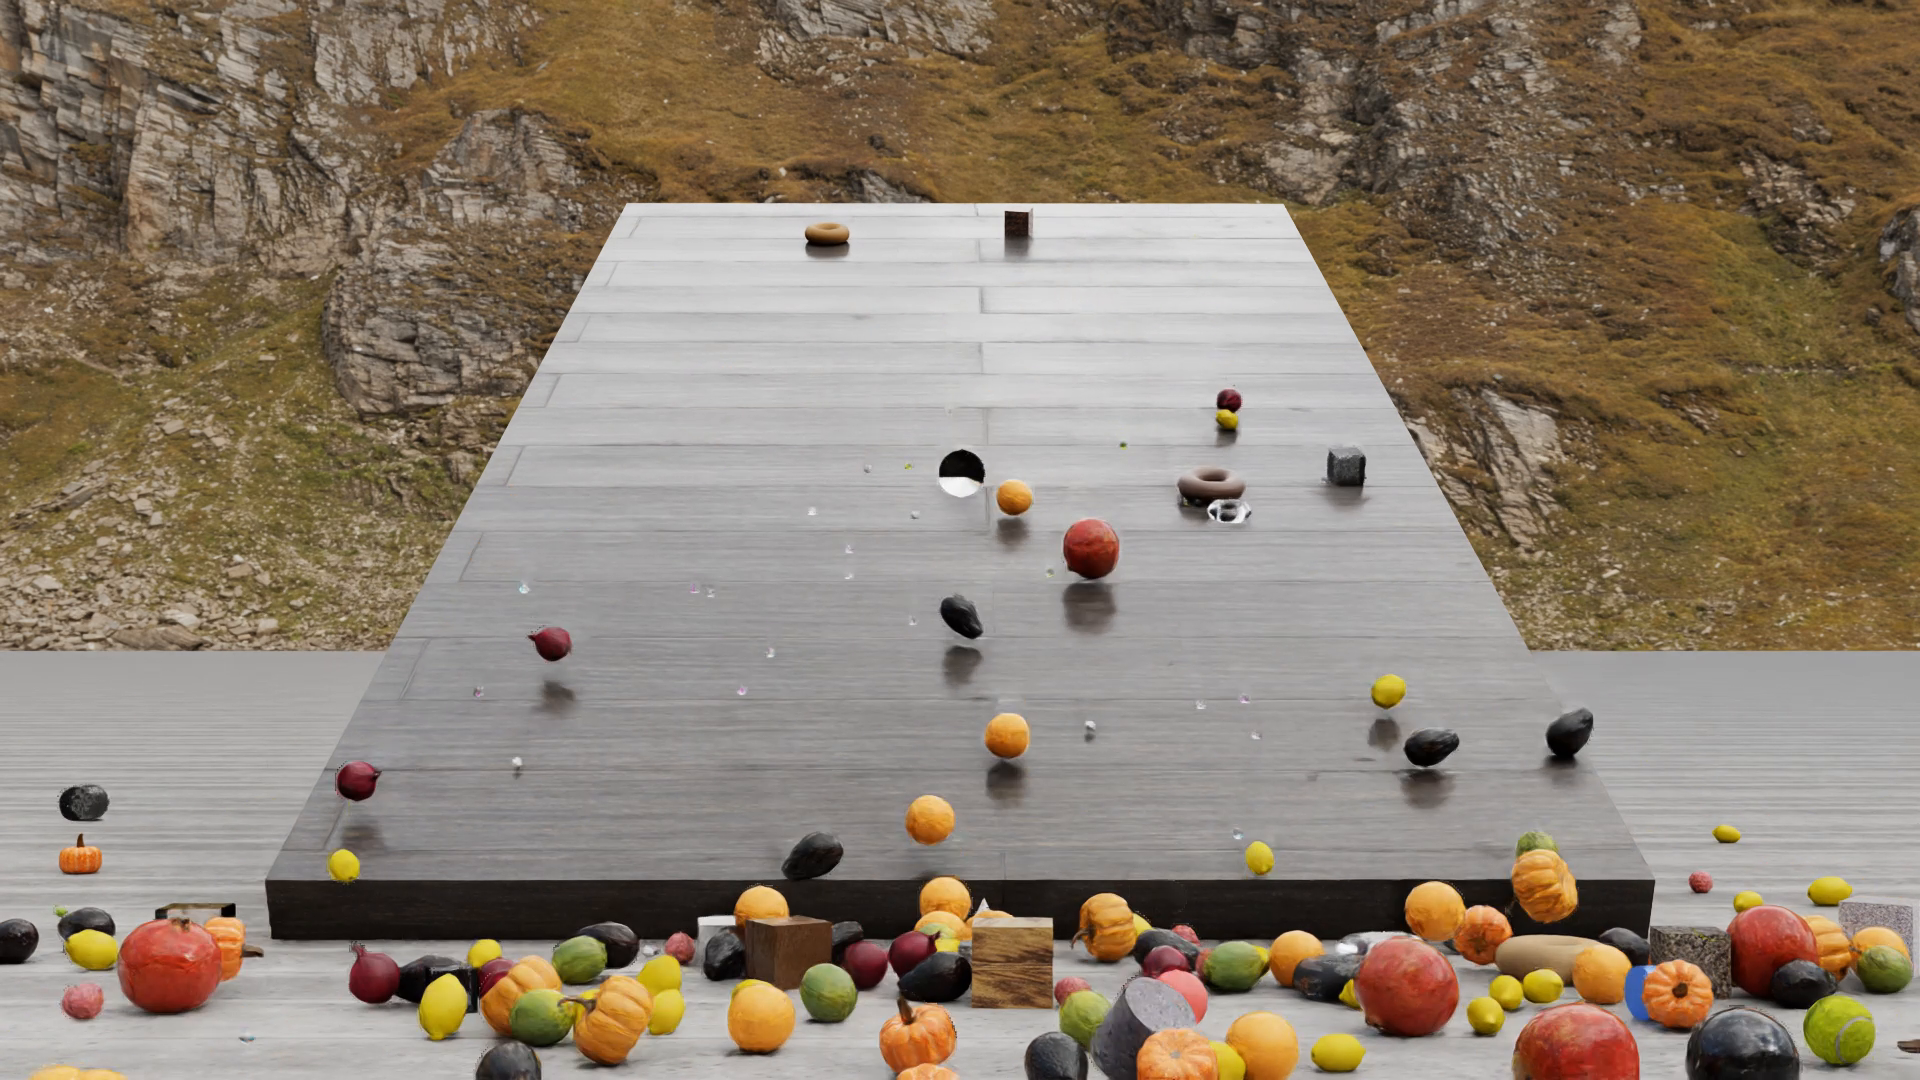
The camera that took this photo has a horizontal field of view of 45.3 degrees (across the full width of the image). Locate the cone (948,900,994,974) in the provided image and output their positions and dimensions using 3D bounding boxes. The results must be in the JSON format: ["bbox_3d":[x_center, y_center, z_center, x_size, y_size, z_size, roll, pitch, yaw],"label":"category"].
[{"bbox_3d":[0.032,0.519,3.032,0.096,0.096,0.096,0,-3,0],"label":"cone"}]

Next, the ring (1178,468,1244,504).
[{"bbox_3d":[0.515,-0.112,4.720,0.137,0.046,0.137,1,22,0],"label":"ring"}]

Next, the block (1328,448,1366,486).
[{"bbox_3d":[0.806,-0.153,4.800,0.060,0.060,0.060,-4,23,-10],"label":"block"}]

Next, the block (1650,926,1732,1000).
[{"bbox_3d":[0.896,0.518,2.822,0.079,0.079,0.079,0,-3,4],"label":"block"}]

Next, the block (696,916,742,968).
[{"bbox_3d":[-0.323,0.538,3.085,0.057,0.057,0.057,1,1,-8],"label":"block"}]

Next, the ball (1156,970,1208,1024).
[{"bbox_3d":[0.242,0.512,2.555,0.067,0.067,0.067,0,-3,0],"label":"ball"}]

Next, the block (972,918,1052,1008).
[{"bbox_3d":[0.064,0.507,2.761,0.095,0.095,0.095,0,-3,2],"label":"block"}]

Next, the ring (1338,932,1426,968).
[{"bbox_3d":[0.567,0.550,3.088,0.118,0.039,0.118,-1,-3,0],"label":"ring"}]

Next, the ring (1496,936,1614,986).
[{"bbox_3d":[0.762,0.539,2.949,0.149,0.050,0.149,0,-2,0],"label":"ring"}]

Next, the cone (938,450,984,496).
[{"bbox_3d":[0.009,-0.133,4.770,0.096,0.096,0.096,0,-5,7],"label":"cone"}]

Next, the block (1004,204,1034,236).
[{"bbox_3d":[0.171,-0.928,6.678,0.071,0.071,0.071,5,23,12],"label":"block"}]

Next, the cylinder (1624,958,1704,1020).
[{"bbox_3d":[0.805,0.518,2.635,0.062,0.062,0.062,24,-14,-27],"label":"cylinder"}]

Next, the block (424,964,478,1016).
[{"bbox_3d":[-0.596,0.526,2.693,0.051,0.051,0.051,1,-3,-24],"label":"block"}]

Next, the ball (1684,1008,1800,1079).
[{"bbox_3d":[0.708,0.474,2.082,0.099,0.099,0.099,0,-3,0],"label":"ball"}]

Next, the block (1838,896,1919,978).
[{"bbox_3d":[1.216,0.520,3.021,0.093,0.093,0.093,-2,-3,37],"label":"block"}]

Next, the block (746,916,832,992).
[{"bbox_3d":[-0.216,0.521,2.902,0.080,0.080,0.080,2,-3,-32],"label":"block"}]

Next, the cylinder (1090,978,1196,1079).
[{"bbox_3d":[0.176,0.476,2.220,0.076,0.076,0.076,22,30,-14],"label":"cylinder"}]

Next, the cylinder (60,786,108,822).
[{"bbox_3d":[-2.143,0.644,5.627,0.083,0.083,0.083,0,-3,9],"label":"cylinder"}]

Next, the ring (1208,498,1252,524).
[{"bbox_3d":[0.540,-0.058,4.608,0.087,0.029,0.087,1,24,0],"label":"ring"}]

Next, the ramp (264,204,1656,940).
[{"bbox_3d":[-0.007,-0.222,5.177,2.000,0.100,4.000,0,22,0],"label":"ramp"}]

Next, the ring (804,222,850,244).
[{"bbox_3d":[-0.381,-0.878,6.590,0.130,0.043,0.130,1,21,0],"label":"ring"}]

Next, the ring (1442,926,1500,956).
[{"bbox_3d":[0.711,0.558,3.204,0.080,0.027,0.080,6,5,-1],"label":"ring"}]

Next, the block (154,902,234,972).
[{"bbox_3d":[-1.014,0.527,3.052,0.082,0.082,0.082,0,-3,-4],"label":"block"}]

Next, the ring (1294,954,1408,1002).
[{"bbox_3d":[0.477,0.534,2.804,0.139,0.046,0.139,1,-4,0],"label":"ring"}]

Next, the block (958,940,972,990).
[{"bbox_3d":[0.027,0.533,2.886,0.054,0.054,0.054,0,-3,5],"label":"block"}]
